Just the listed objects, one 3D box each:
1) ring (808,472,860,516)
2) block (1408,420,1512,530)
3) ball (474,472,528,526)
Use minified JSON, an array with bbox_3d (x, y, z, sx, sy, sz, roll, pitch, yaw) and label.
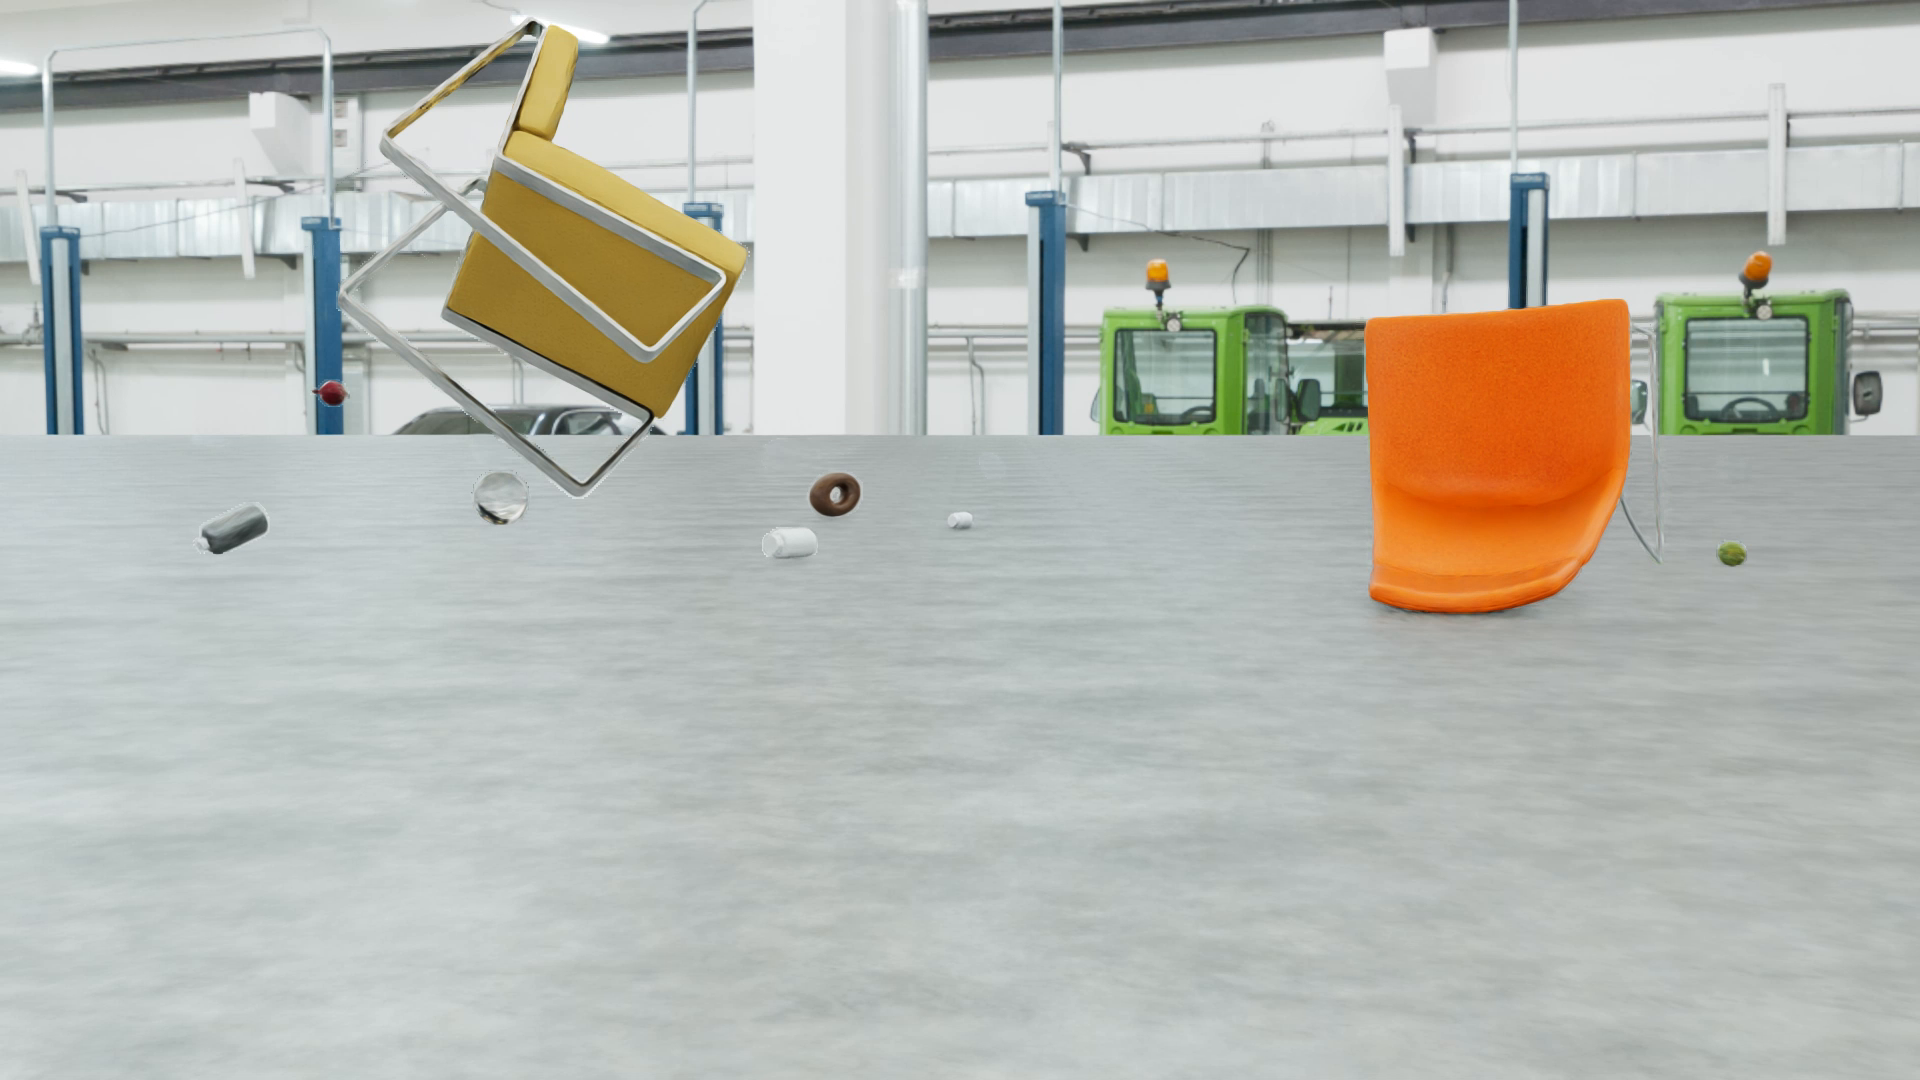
[{"bbox_3d":[-0.440,-0.160,7.754,0.213,0.157,0.082,-17,14,-41],"label":"ring"},{"bbox_3d":[1.585,-0.208,6.980,0.220,0.180,0.218,34,57,28],"label":"block"},{"bbox_3d":[-1.515,-0.138,7.257,0.177,0.177,0.177,0,4,0],"label":"ball"}]
